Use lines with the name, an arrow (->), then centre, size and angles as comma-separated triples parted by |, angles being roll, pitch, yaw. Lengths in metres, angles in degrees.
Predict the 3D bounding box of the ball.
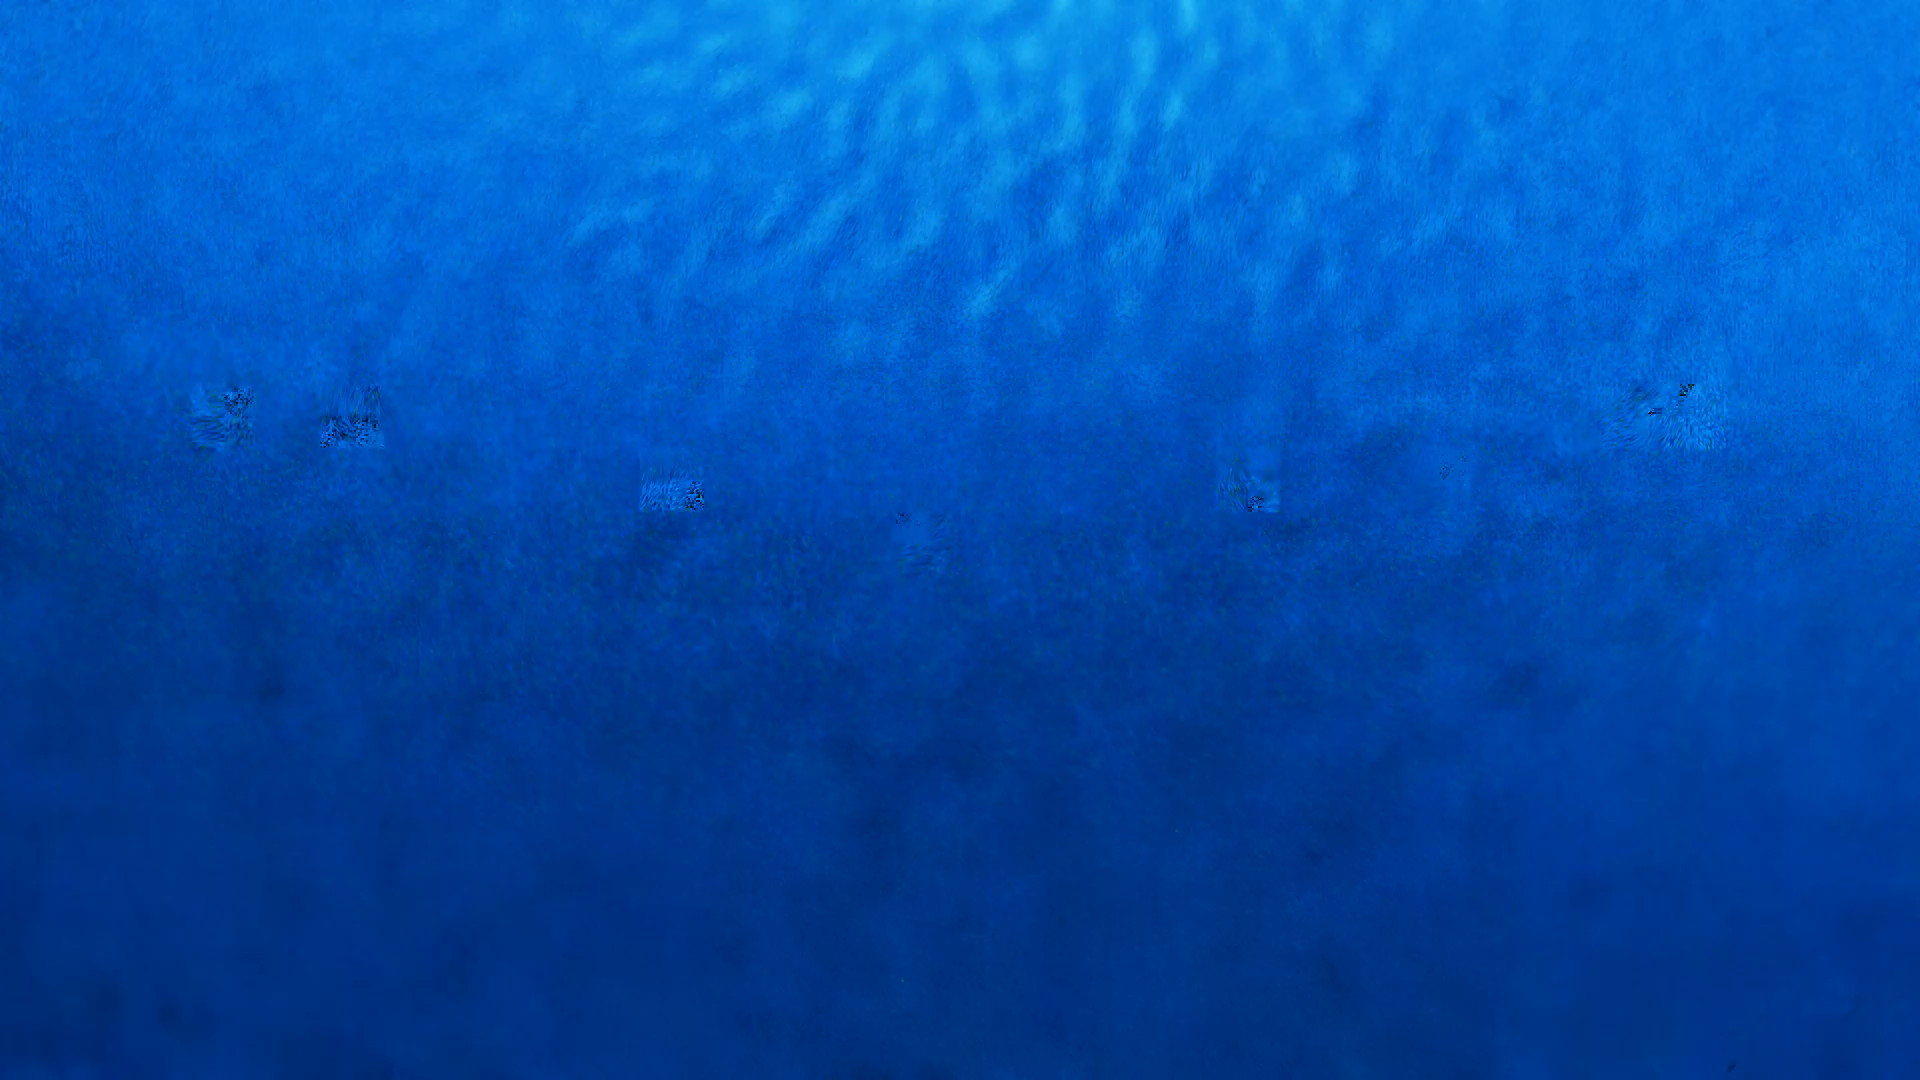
ball -> 0.000, -0.002, 0.056 | 0.080, 0.080, 0.080 | 0, 4, 0
